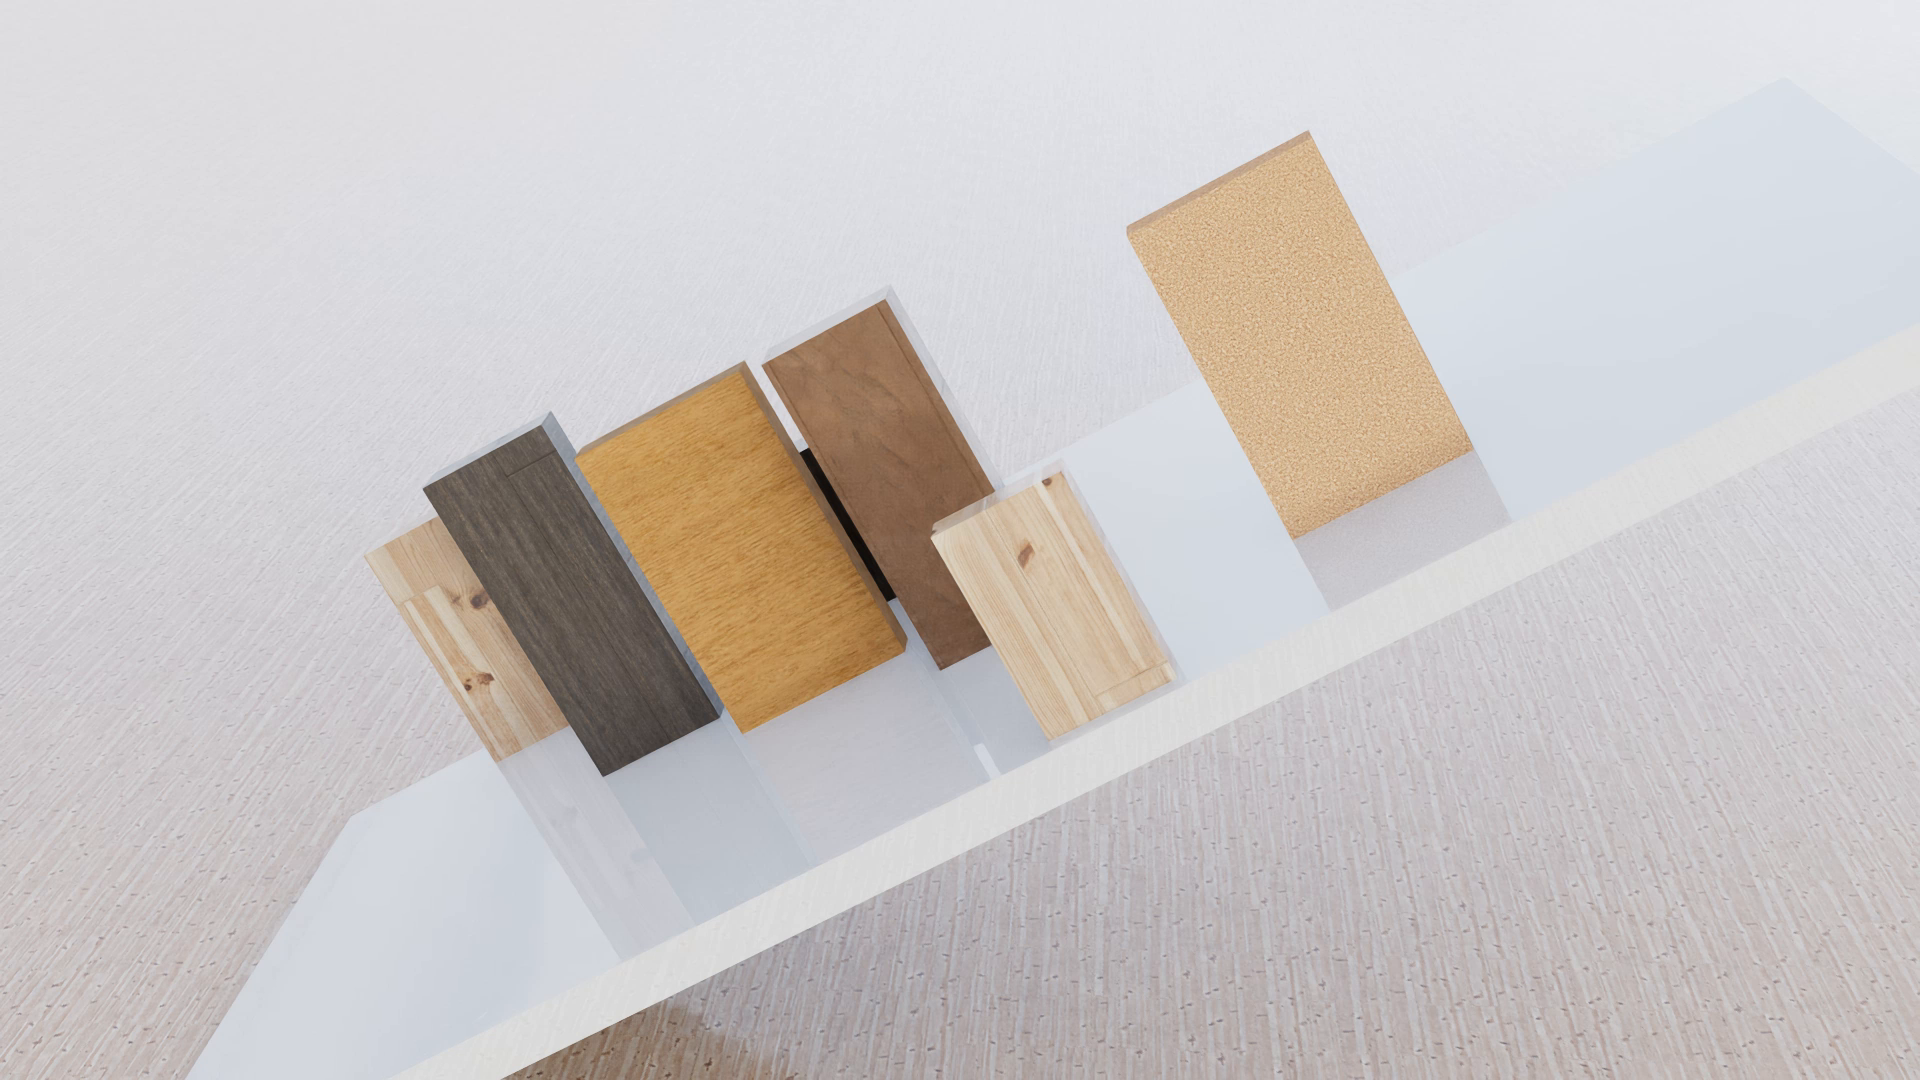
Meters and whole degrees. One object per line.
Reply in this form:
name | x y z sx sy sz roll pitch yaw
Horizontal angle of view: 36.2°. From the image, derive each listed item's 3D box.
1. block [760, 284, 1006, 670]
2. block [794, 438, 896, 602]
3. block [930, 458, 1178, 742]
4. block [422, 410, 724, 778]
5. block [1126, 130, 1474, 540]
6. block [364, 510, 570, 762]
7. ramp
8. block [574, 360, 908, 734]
block | -0.091 -0.125 6.029 0.288 0.740 0.133 -27 14 11
block | -0.251 -0.055 6.790 0.375 0.407 0.137 -27 14 11
block | 0.172 0.109 5.312 0.264 0.441 0.086 -27 14 11
block | -0.862 0.126 6.623 0.312 0.778 0.118 -27 14 11
block | 0.646 -0.383 5.580 0.385 0.678 0.089 -27 14 11
block | -1.181 0.218 7.272 0.278 0.616 0.113 -27 14 11
ramp | 0.142 0.167 6.282 4.000 0.100 2.000 -27 14 11
block | -0.467 0.021 6.337 0.408 0.710 0.092 -27 14 11
